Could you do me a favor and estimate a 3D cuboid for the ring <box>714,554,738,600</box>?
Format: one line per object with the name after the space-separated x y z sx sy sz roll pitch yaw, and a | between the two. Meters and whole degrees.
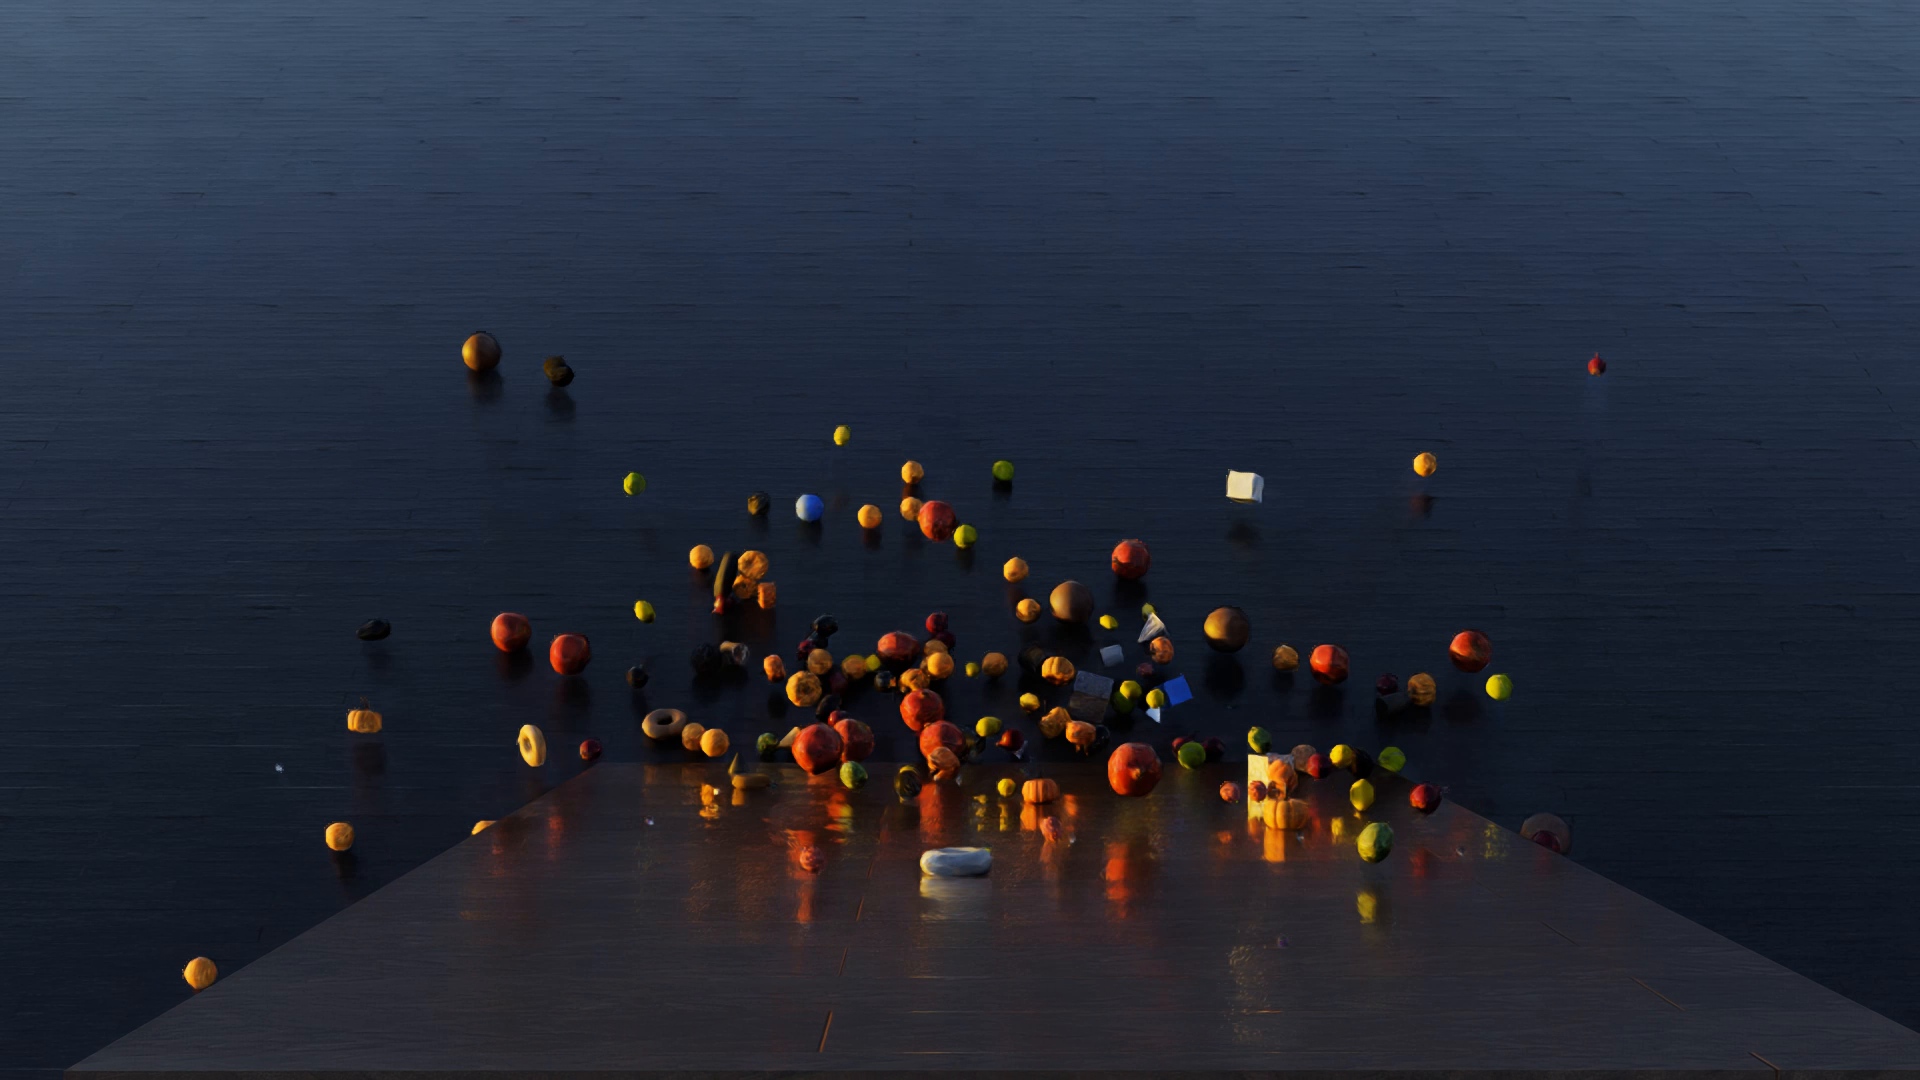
-0.676 0.105 7.494 0.047 0.141 0.141 16 32 -1 | ring

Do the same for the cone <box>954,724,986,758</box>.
0.034 0.530 6.803 0.088 0.088 0.088 -5 0 -9 | cone

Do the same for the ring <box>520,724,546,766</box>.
-1.114 0.536 6.751 0.038 0.114 0.114 -13 33 -34 | ring

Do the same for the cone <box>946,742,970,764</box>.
0.002 0.560 6.663 0.060 0.060 0.060 25 35 6 | cone

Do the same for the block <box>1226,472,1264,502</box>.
0.870 -0.161 7.899 0.080 0.080 0.080 3 -8 31 | block

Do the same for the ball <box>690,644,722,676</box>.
-0.702 0.330 7.167 0.090 0.090 0.090 0 31 0 | ball

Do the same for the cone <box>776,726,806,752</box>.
-0.457 0.538 6.831 0.073 0.073 0.073 -20 36 -35 | cone

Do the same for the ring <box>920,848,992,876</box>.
-0.006 0.541 4.348 0.121 0.040 0.121 -1 0 0 | ring

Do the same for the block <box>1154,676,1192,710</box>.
0.574 0.411 6.975 0.066 0.066 0.066 -19 -6 -23 | block

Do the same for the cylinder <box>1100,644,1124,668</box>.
0.420 0.321 7.167 0.057 0.057 0.057 -14 32 -1 | cylinder

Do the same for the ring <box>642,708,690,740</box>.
-0.788 0.494 6.945 0.127 0.042 0.127 -1 27 0 | ring

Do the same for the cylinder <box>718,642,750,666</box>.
-0.630 0.316 7.208 0.062 0.062 0.062 5 28 40 | cylinder

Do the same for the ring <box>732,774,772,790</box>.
-0.479 0.556 5.958 0.089 0.030 0.089 -1 0 0 | ring

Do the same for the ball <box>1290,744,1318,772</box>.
0.849 0.538 6.390 0.069 0.069 0.069 0 31 0 | ball

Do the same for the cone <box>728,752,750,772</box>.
-0.550 0.546 6.418 0.054 0.054 0.054 0 0 0 | cone

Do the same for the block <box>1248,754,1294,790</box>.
0.714 0.532 5.941 0.077 0.077 0.077 0 0 -31 | block

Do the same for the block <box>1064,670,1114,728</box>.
0.348 0.429 6.970 0.100 0.100 0.100 15 31 3 | block

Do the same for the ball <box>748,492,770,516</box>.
-0.616 -0.109 7.923 0.070 0.070 0.070 0 31 0 | ball

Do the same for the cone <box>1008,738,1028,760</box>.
0.156 0.560 6.835 0.054 0.054 0.054 -4 43 -6 | cone

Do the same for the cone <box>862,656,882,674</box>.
-0.235 0.358 7.189 0.052 0.052 0.052 35 38 5 | cone

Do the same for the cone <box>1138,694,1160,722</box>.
0.525 0.467 7.000 0.072 0.072 0.072 -11 59 -17 | cone

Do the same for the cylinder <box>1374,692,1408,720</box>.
1.166 0.448 7.001 0.063 0.063 0.063 -15 34 -23 | cylinder

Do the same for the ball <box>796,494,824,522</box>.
-0.458 -0.098 7.890 0.085 0.085 0.085 0 31 0 | ball

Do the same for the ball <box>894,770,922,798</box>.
-0.114 0.538 5.691 0.062 0.062 0.062 0 31 0 | ball

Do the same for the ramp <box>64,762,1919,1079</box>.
0.069 0.612 4.685 2.000 0.100 4.000 0 0 0 | ramp
